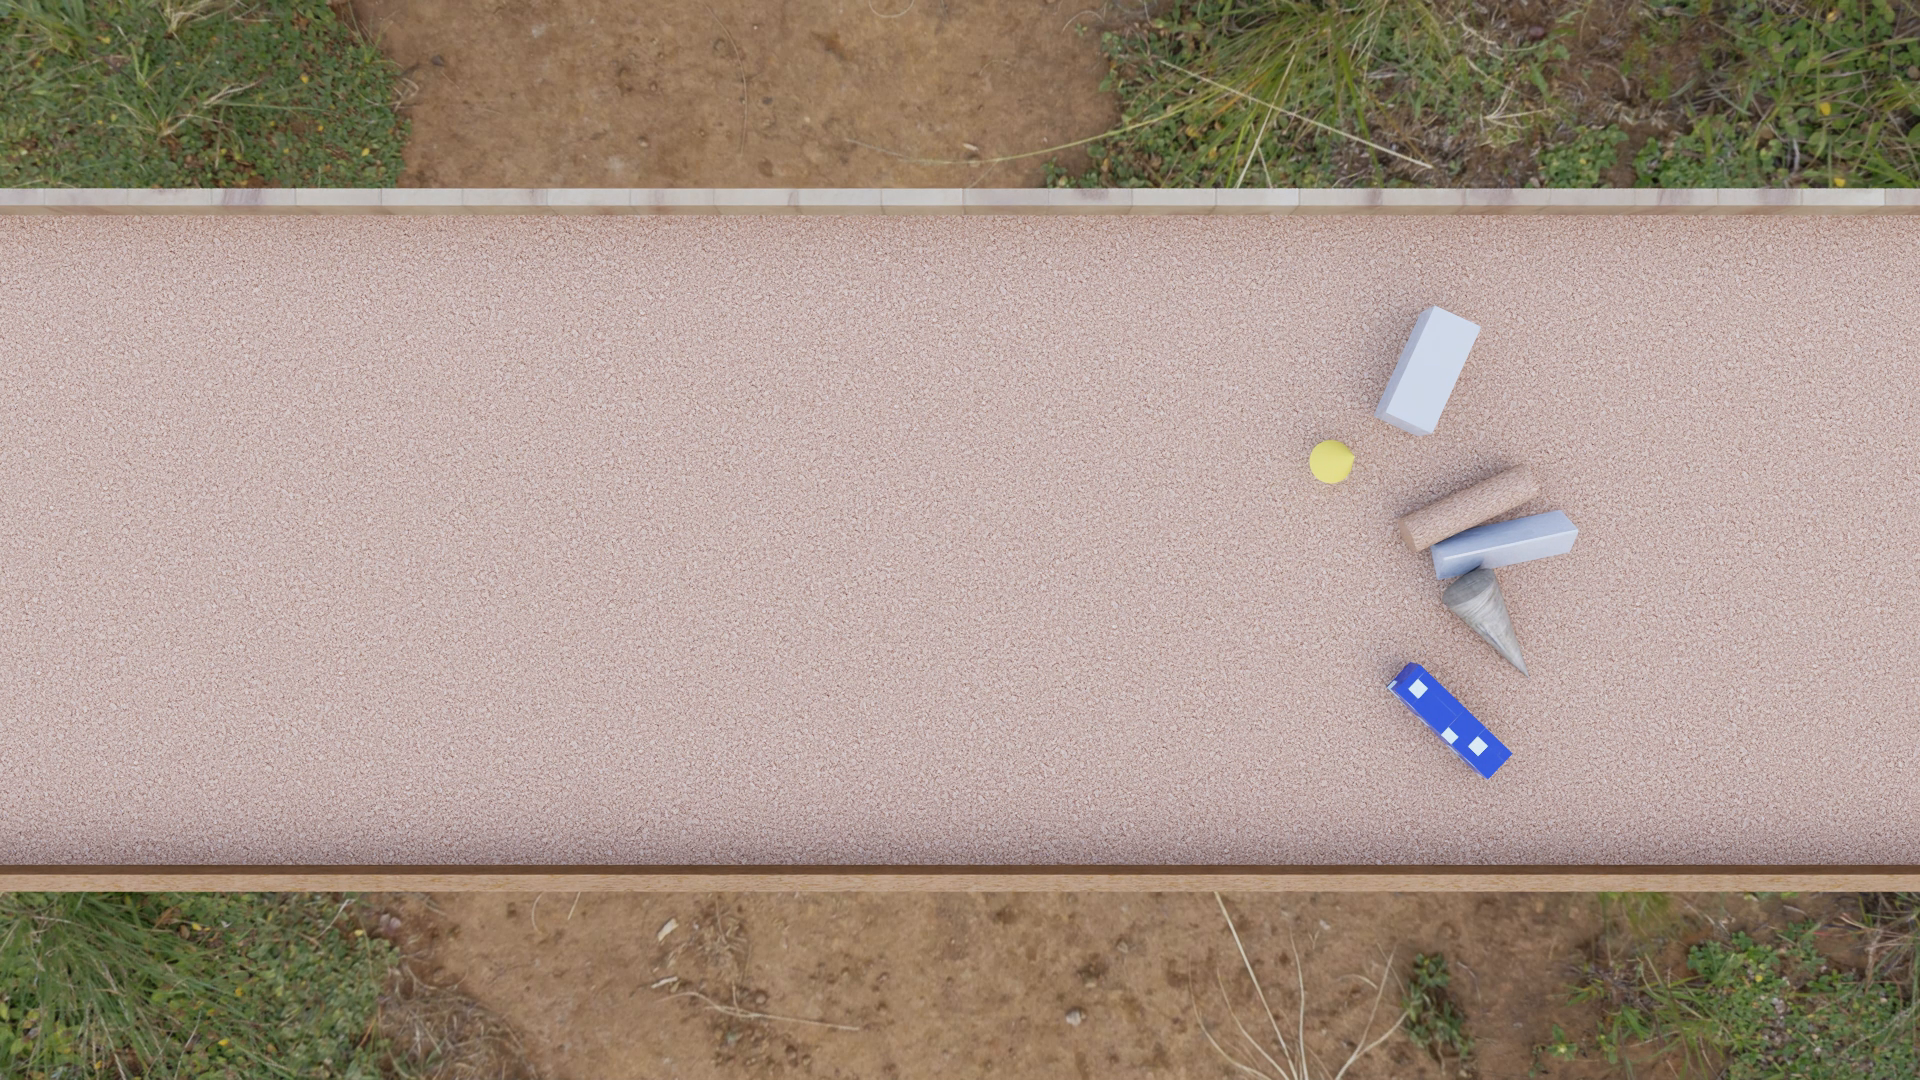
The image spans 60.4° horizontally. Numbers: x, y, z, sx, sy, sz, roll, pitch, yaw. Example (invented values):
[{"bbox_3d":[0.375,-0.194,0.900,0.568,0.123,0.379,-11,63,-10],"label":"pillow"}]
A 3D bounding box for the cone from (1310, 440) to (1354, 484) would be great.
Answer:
[{"bbox_3d":[1.142,-0.241,4.923,0.133,0.307,0.133,0,90,0],"label":"cone"}]

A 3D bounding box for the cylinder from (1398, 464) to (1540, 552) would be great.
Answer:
[{"bbox_3d":[1.547,-0.097,5.020,0.410,0.113,0.113,-25,90,0],"label":"cylinder"}]

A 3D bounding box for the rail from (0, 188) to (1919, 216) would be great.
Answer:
[{"bbox_3d":[-2.247,-1.025,5.002,12.000,0.150,0.050,0,90,0],"label":"rail"}]

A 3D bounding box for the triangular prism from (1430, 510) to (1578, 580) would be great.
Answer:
[{"bbox_3d":[1.658,0.014,5.017,0.413,0.113,0.130,-12,90,0],"label":"triangular prism"}]

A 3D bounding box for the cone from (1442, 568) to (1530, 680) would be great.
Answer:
[{"bbox_3d":[1.648,0.288,5.033,0.176,0.176,0.377,-37,103,0],"label":"cone"}]

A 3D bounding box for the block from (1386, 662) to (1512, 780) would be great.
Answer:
[{"bbox_3d":[1.488,0.549,5.022,0.387,0.108,0.108,44,90,0],"label":"block"}]

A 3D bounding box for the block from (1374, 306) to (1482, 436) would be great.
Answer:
[{"bbox_3d":[1.414,-0.509,5.000,0.152,0.152,0.351,25,90,0],"label":"block"}]

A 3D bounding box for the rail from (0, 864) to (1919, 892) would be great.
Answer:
[{"bbox_3d":[-2.247,1.025,5.001,12.000,0.150,0.050,0,90,0],"label":"rail"}]
